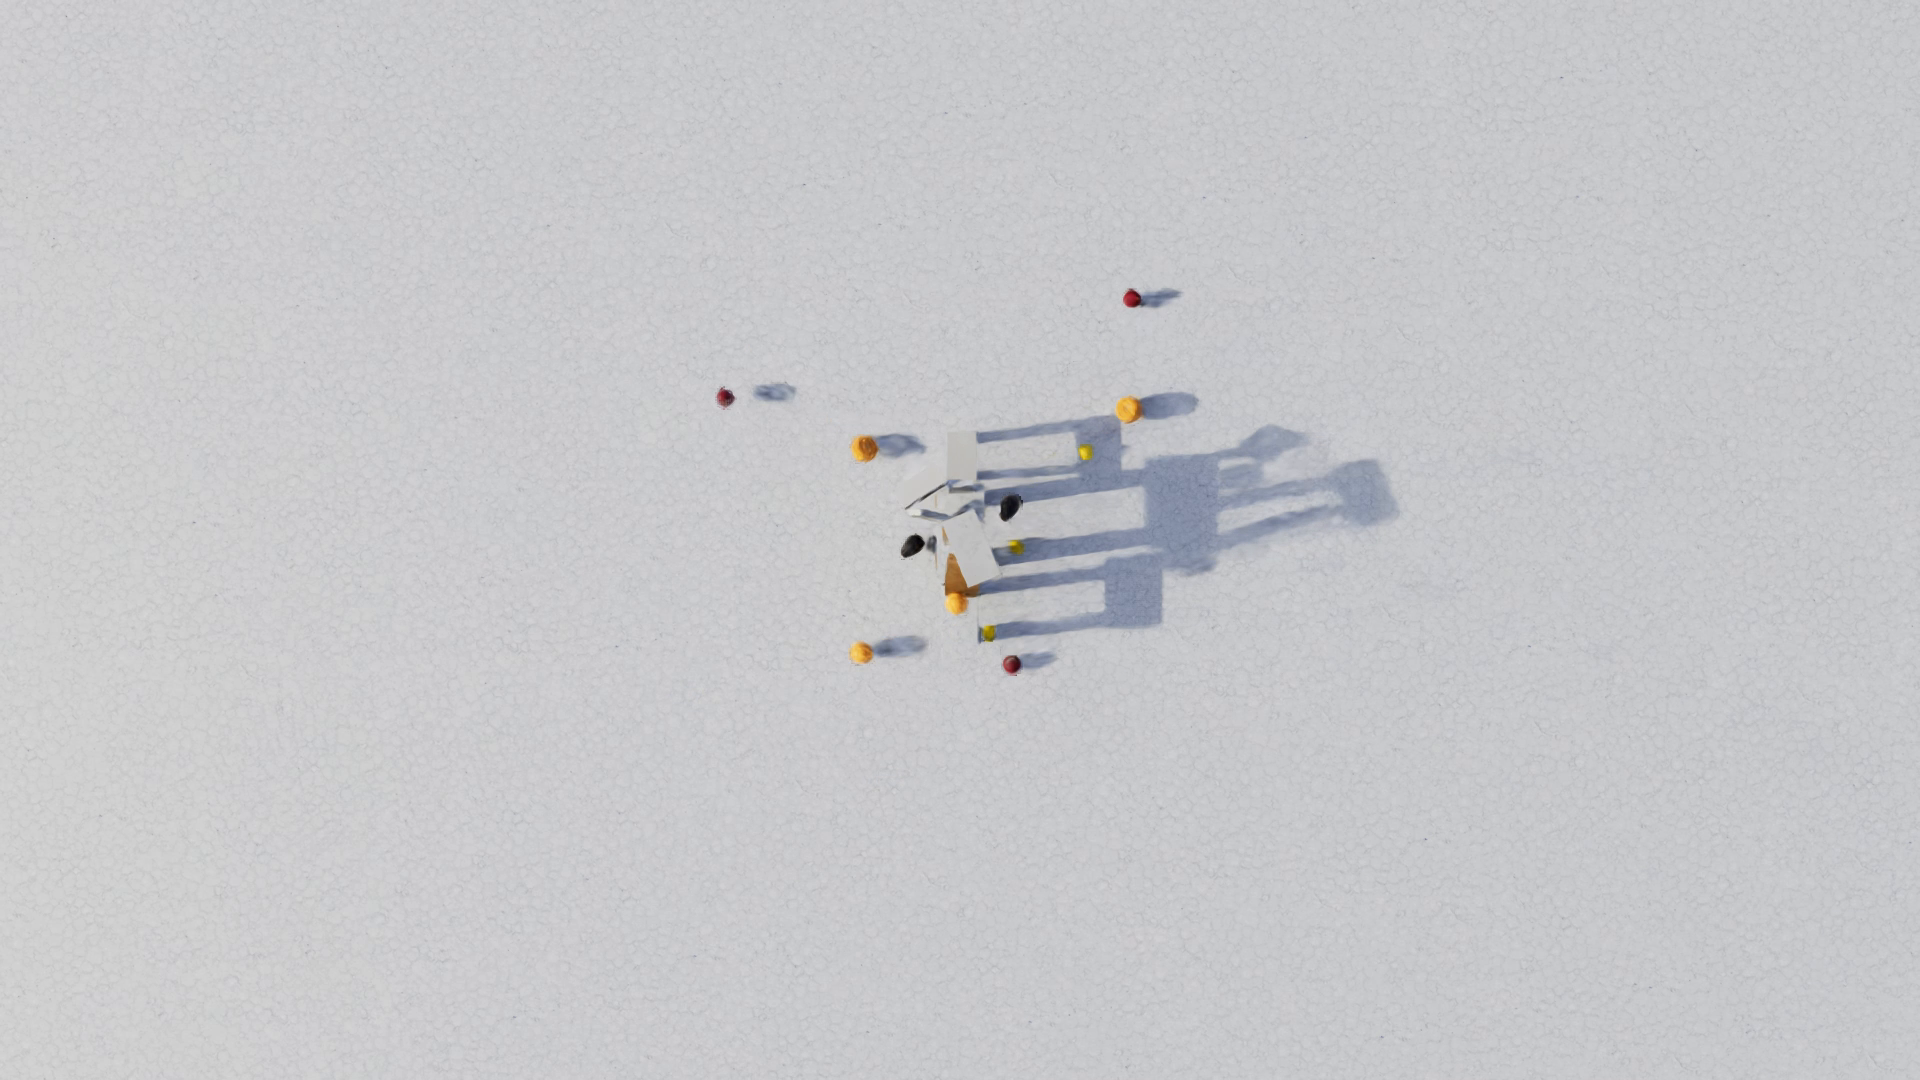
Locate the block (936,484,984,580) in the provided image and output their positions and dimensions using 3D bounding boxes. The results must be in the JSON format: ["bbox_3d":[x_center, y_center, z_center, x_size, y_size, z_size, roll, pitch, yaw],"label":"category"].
[{"bbox_3d":[0.002,-0.027,5.180,0.149,0.042,0.299,-1,90,0],"label":"block"}]

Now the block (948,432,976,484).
[{"bbox_3d":[0.007,-0.253,5.302,0.092,0.026,0.184,0,89,0],"label":"block"}]

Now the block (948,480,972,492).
[{"bbox_3d":[0.000,-0.166,5.082,0.075,0.150,0.021,-1,84,0],"label":"block"}]

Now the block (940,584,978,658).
[{"bbox_3d":[-0.001,0.259,5.248,0.117,0.033,0.234,0,90,0],"label":"block"}]

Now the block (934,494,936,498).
[{"bbox_3d":[-0.004,-0.125,5.350,0.149,0.299,0.042,-1,89,0],"label":"block"}]

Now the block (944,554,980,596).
[{"bbox_3d":[0.010,0.110,5.091,0.105,0.285,0.030,1,67,-3],"label":"block"}]

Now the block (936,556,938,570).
[{"bbox_3d":[-0.003,0.074,5.351,0.149,0.299,0.042,0,90,0],"label":"block"}]

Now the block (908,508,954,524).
[{"bbox_3d":[-0.077,-0.071,5.085,0.150,0.075,0.021,13,83,-33],"label":"block"}]

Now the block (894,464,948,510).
[{"bbox_3d":[-0.121,-0.161,5.005,0.150,0.021,0.075,-33,63,-4],"label":"block"}]

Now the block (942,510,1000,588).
[{"bbox_3d":[0.033,0.025,4.932,0.105,0.030,0.211,-22,92,1],"label":"block"}]

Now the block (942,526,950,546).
[{"bbox_3d":[0.000,-0.012,5.052,0.105,0.211,0.030,0,81,0],"label":"block"}]
